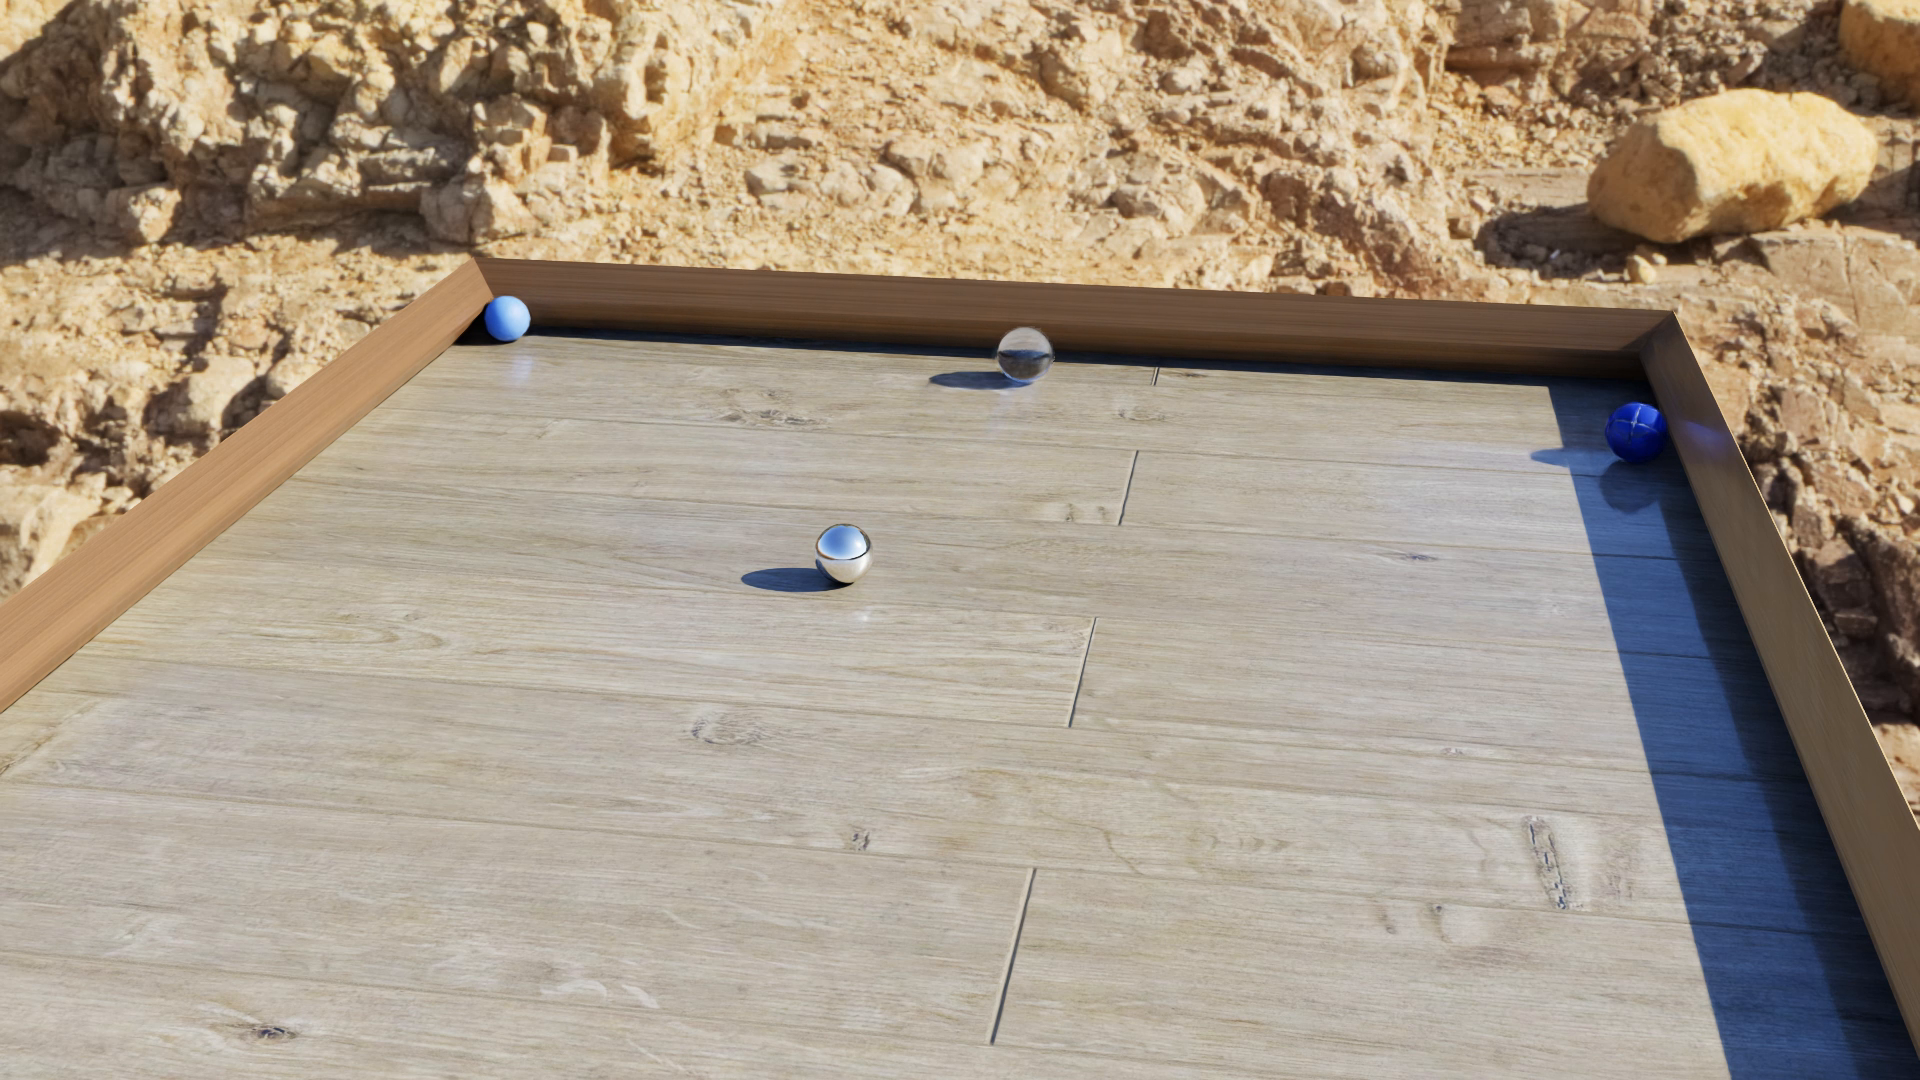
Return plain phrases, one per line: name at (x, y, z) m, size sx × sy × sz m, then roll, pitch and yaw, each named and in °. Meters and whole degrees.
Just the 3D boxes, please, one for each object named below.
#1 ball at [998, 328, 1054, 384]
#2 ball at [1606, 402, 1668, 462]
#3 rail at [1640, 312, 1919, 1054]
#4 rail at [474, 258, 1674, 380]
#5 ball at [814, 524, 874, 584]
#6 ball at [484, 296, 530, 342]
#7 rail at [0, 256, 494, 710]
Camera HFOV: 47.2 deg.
ball at (0.088, -0.249, 2.960) m, size 0.075 × 0.075 × 0.075 m, roll 0°, pitch 23°, yaw 0°
ball at (0.826, -0.132, 2.686) m, size 0.072 × 0.072 × 0.072 m, roll 0°, pitch 23°, yaw 0°
rail at (0.684, 0.336, 1.538) m, size 0.045 × 0.097 × 3.133 m, roll 4°, pitch 23°, yaw 8°
rail at (0.121, -0.305, 3.062) m, size 1.685 × 0.097 × 0.045 m, roll 4°, pitch 23°, yaw 8°
ball at (-0.124, 0.014, 2.347) m, size 0.065 × 0.065 × 0.065 m, roll 0°, pitch 23°, yaw 0°
ball at (-0.645, -0.315, 3.132) m, size 0.065 × 0.065 × 0.065 m, roll 0°, pitch 23°, yaw 0°
rail at (-0.933, 0.235, 1.777) m, size 0.045 × 0.097 × 3.133 m, roll 4°, pitch 23°, yaw 8°
